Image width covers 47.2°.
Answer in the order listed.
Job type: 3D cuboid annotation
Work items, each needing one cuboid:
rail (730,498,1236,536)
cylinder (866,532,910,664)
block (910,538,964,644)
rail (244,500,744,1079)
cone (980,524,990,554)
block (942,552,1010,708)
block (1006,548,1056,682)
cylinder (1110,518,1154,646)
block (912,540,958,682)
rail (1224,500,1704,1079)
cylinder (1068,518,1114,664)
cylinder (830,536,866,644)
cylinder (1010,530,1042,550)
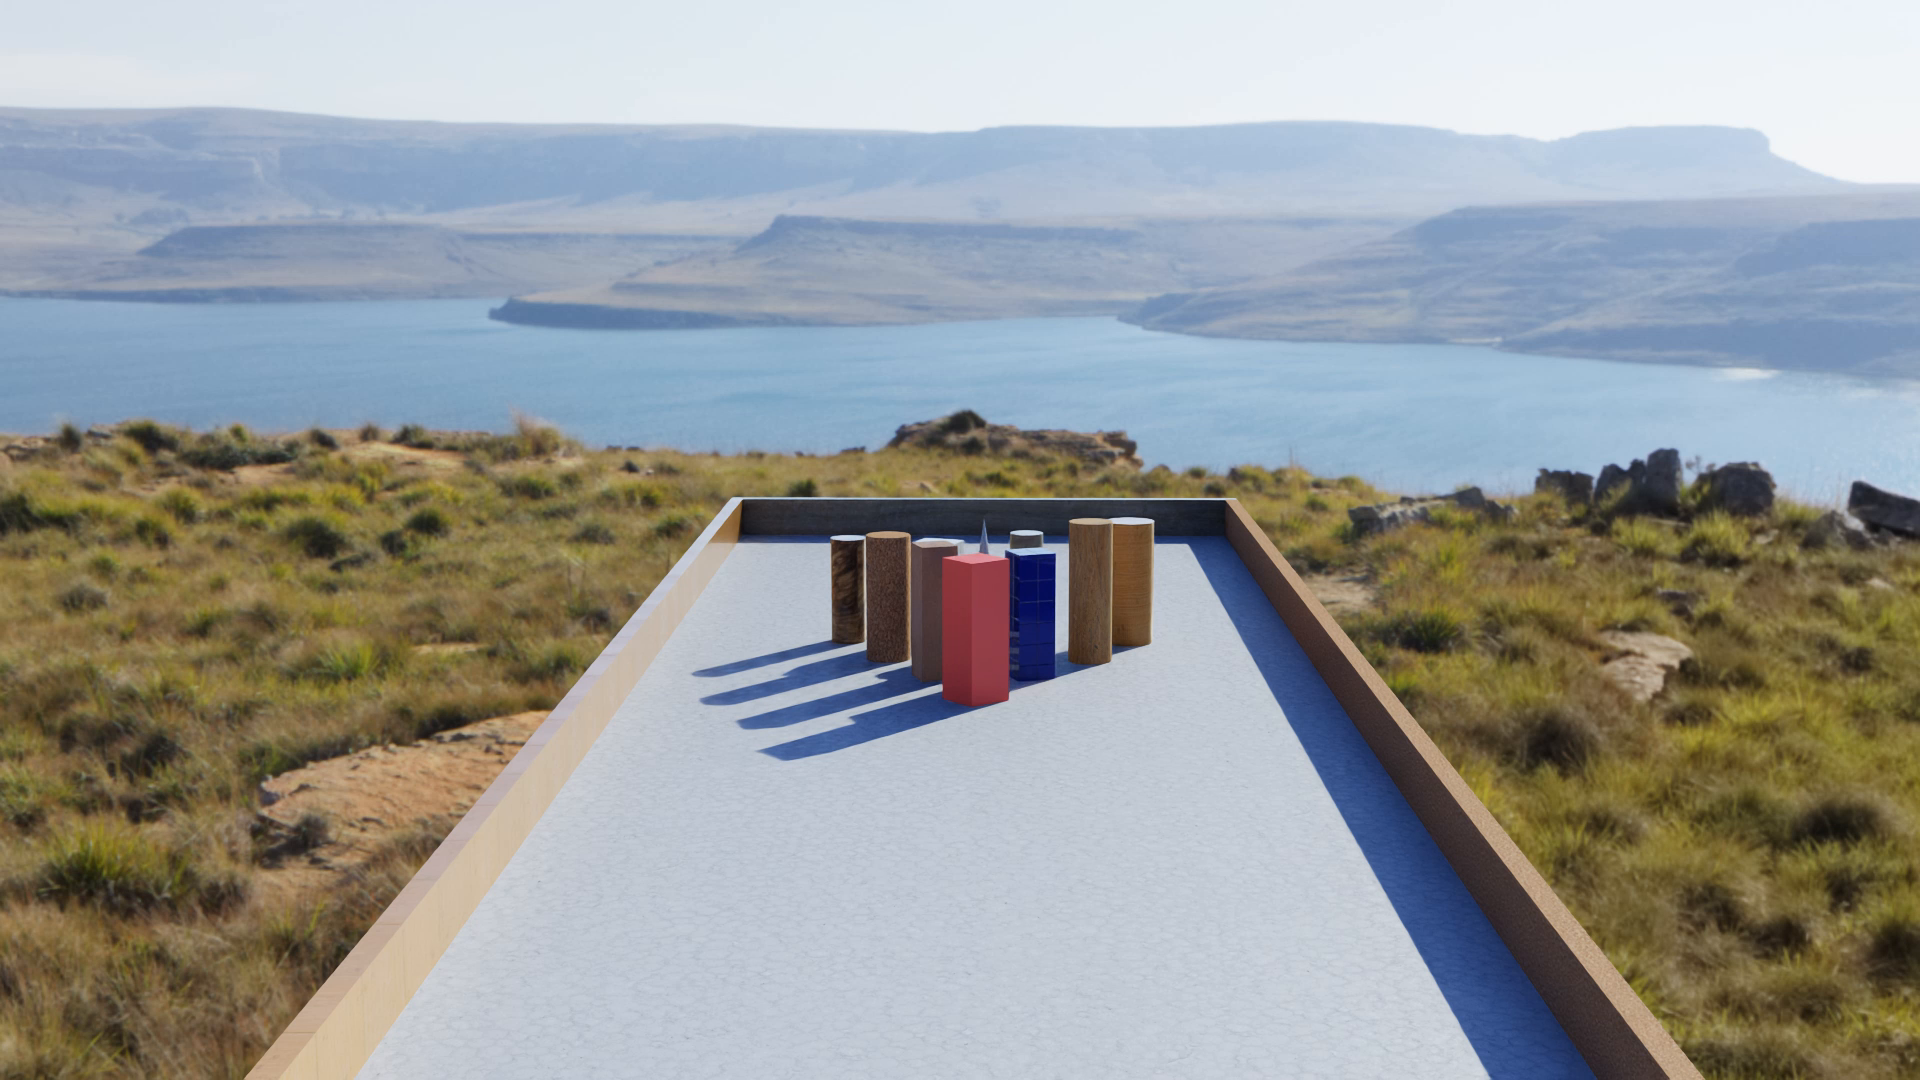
[{"bbox_3d":[0.099,-0.098,9.147,2.100,0.150,0.050,0,9,1],"label":"rail"},{"bbox_3d":[-0.218,0.173,6.694,0.135,0.383,0.135,0,9,0],"label":"cylinder"},{"bbox_3d":[-0.072,0.163,6.962,0.133,0.318,0.133,3,10,19],"label":"block"},{"bbox_3d":[-1.004,0.839,3.234,0.050,0.150,12.000,0,9,1],"label":"rail"},{"bbox_3d":[0.073,0.148,6.690,0.128,0.433,0.128,0,9,0],"label":"cone"},{"bbox_3d":[0.044,0.250,6.148,0.133,0.403,0.133,-7,11,-37],"label":"block"},{"bbox_3d":[0.205,0.217,6.447,0.114,0.373,0.114,-3,10,-20],"label":"block"},{"bbox_3d":[0.535,0.131,6.943,0.151,0.387,0.151,0,9,0],"label":"cylinder"},{"bbox_3d":[-0.075,0.207,6.435,0.108,0.396,0.108,-3,9,-18],"label":"block"},{"bbox_3d":[1.046,0.843,3.208,0.050,0.150,12.000,0,9,1],"label":"rail"},{"bbox_3d":[0.396,0.155,6.665,0.132,0.427,0.132,0,9,0],"label":"cylinder"},{"bbox_3d":[-0.353,0.157,6.964,0.110,0.331,0.110,0,9,0],"label":"cylinder"},{"bbox_3d":[0.209,0.150,6.953,0.104,0.348,0.104,0,9,0],"label":"cylinder"}]
